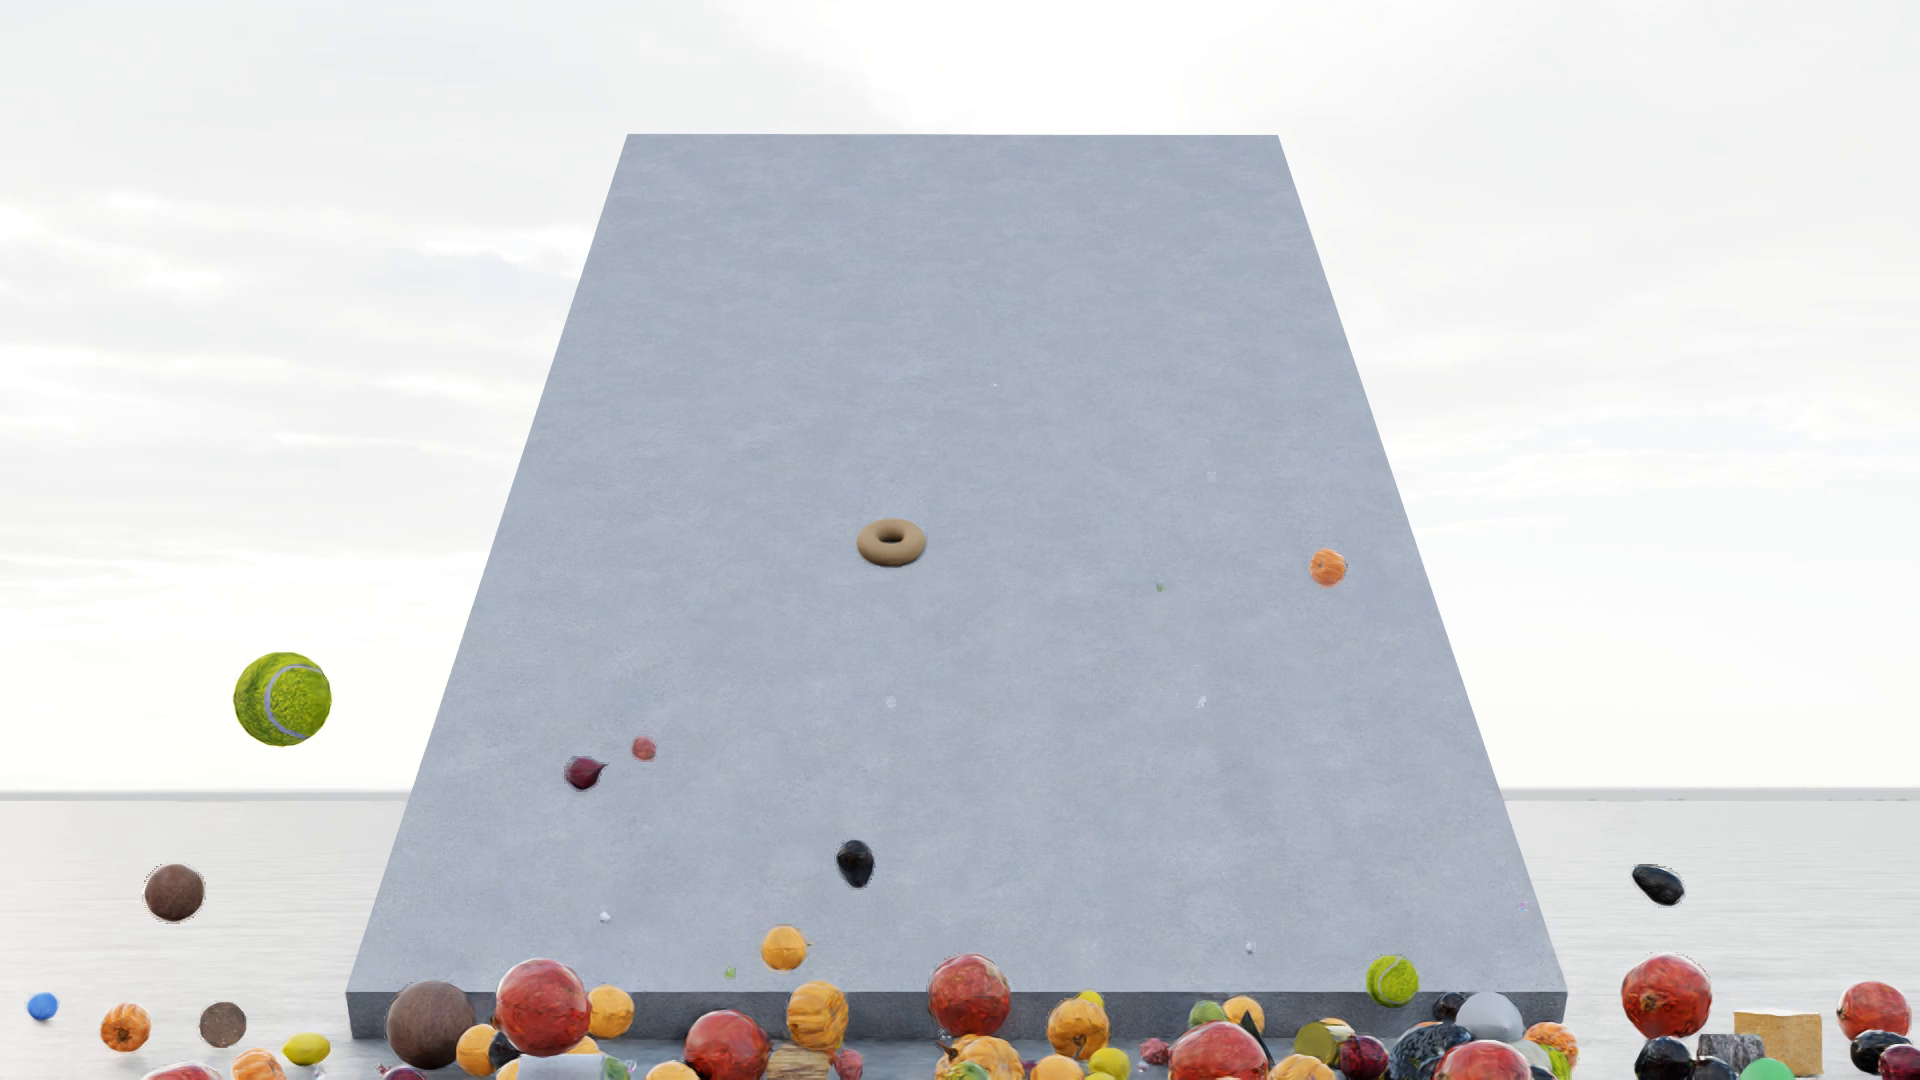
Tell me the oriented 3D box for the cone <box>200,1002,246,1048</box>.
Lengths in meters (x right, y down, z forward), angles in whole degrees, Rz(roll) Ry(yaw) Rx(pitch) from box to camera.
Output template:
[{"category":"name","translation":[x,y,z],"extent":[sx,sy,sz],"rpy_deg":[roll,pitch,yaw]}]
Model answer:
[{"category":"cone","translation":[-1.185,0.778,3.867],"extent":[0.072,0.072,0.072],"rpy_deg":[2,-13,-21]}]

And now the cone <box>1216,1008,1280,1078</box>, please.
[{"category":"cone","translation":[0.416,0.726,3.497],"extent":[0.094,0.094,0.094],"rpy_deg":[0,-6,0]}]

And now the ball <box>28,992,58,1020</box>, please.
[{"category":"ball","translation":[-1.640,0.833,4.313],"extent":[0.052,0.052,0.052],"rpy_deg":[0,-6,0]}]

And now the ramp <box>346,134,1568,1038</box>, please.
[{"category":"ramp","translation":[-0.013,-0.211,5.705],"extent":[2.000,0.100,4.000],"rpy_deg":[0,30,0]}]

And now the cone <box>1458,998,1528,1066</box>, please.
[{"category":"cone","translation":[0.711,0.644,3.186],"extent":[0.092,0.092,0.092],"rpy_deg":[0,-19,3]}]

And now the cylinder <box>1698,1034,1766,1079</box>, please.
[{"category":"cylinder","translation":[1.051,0.711,3.288],"extent":[0.074,0.074,0.074],"rpy_deg":[1,-6,5]}]

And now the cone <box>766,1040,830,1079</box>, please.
[{"category":"cone","translation":[-0.202,0.723,3.211],"extent":[0.088,0.088,0.088],"rpy_deg":[-2,-33,17]}]

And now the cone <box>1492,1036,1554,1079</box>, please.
[{"category":"cone","translation":[0.716,0.687,3.128],"extent":[0.082,0.082,0.082],"rpy_deg":[-4,-9,31]}]

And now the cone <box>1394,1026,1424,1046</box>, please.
[{"category":"cone","translation":[0.627,0.718,3.247],"extent":[0.095,0.095,0.095],"rpy_deg":[-2,14,15]}]

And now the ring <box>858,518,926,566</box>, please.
[{"category":"ring","translation":[-0.147,0.005,5.176],"extent":[0.149,0.050,0.149],"rpy_deg":[-1,34,0]}]

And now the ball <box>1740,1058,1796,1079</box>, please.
[{"category":"ball","translation":[1.020,0.690,3.046],"extent":[0.070,0.070,0.070],"rpy_deg":[0,-6,0]}]

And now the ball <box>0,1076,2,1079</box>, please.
[{"category":"ball","translation":[-1.197,0.669,2.910],"extent":[0.085,0.085,0.085],"rpy_deg":[0,-6,0]}]

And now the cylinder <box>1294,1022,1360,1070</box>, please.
[{"category":"cylinder","translation":[0.503,0.694,3.305],"extent":[0.064,0.064,0.064],"rpy_deg":[-5,-14,40]}]

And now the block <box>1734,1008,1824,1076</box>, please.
[{"category":"block","translation":[1.191,0.731,3.511],"extent":[0.087,0.087,0.087],"rpy_deg":[4,-7,-33]}]

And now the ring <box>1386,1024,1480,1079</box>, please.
[{"category":"ring","translation":[0.625,0.692,3.188],"extent":[0.133,0.044,0.133],"rpy_deg":[-24,21,10]}]
